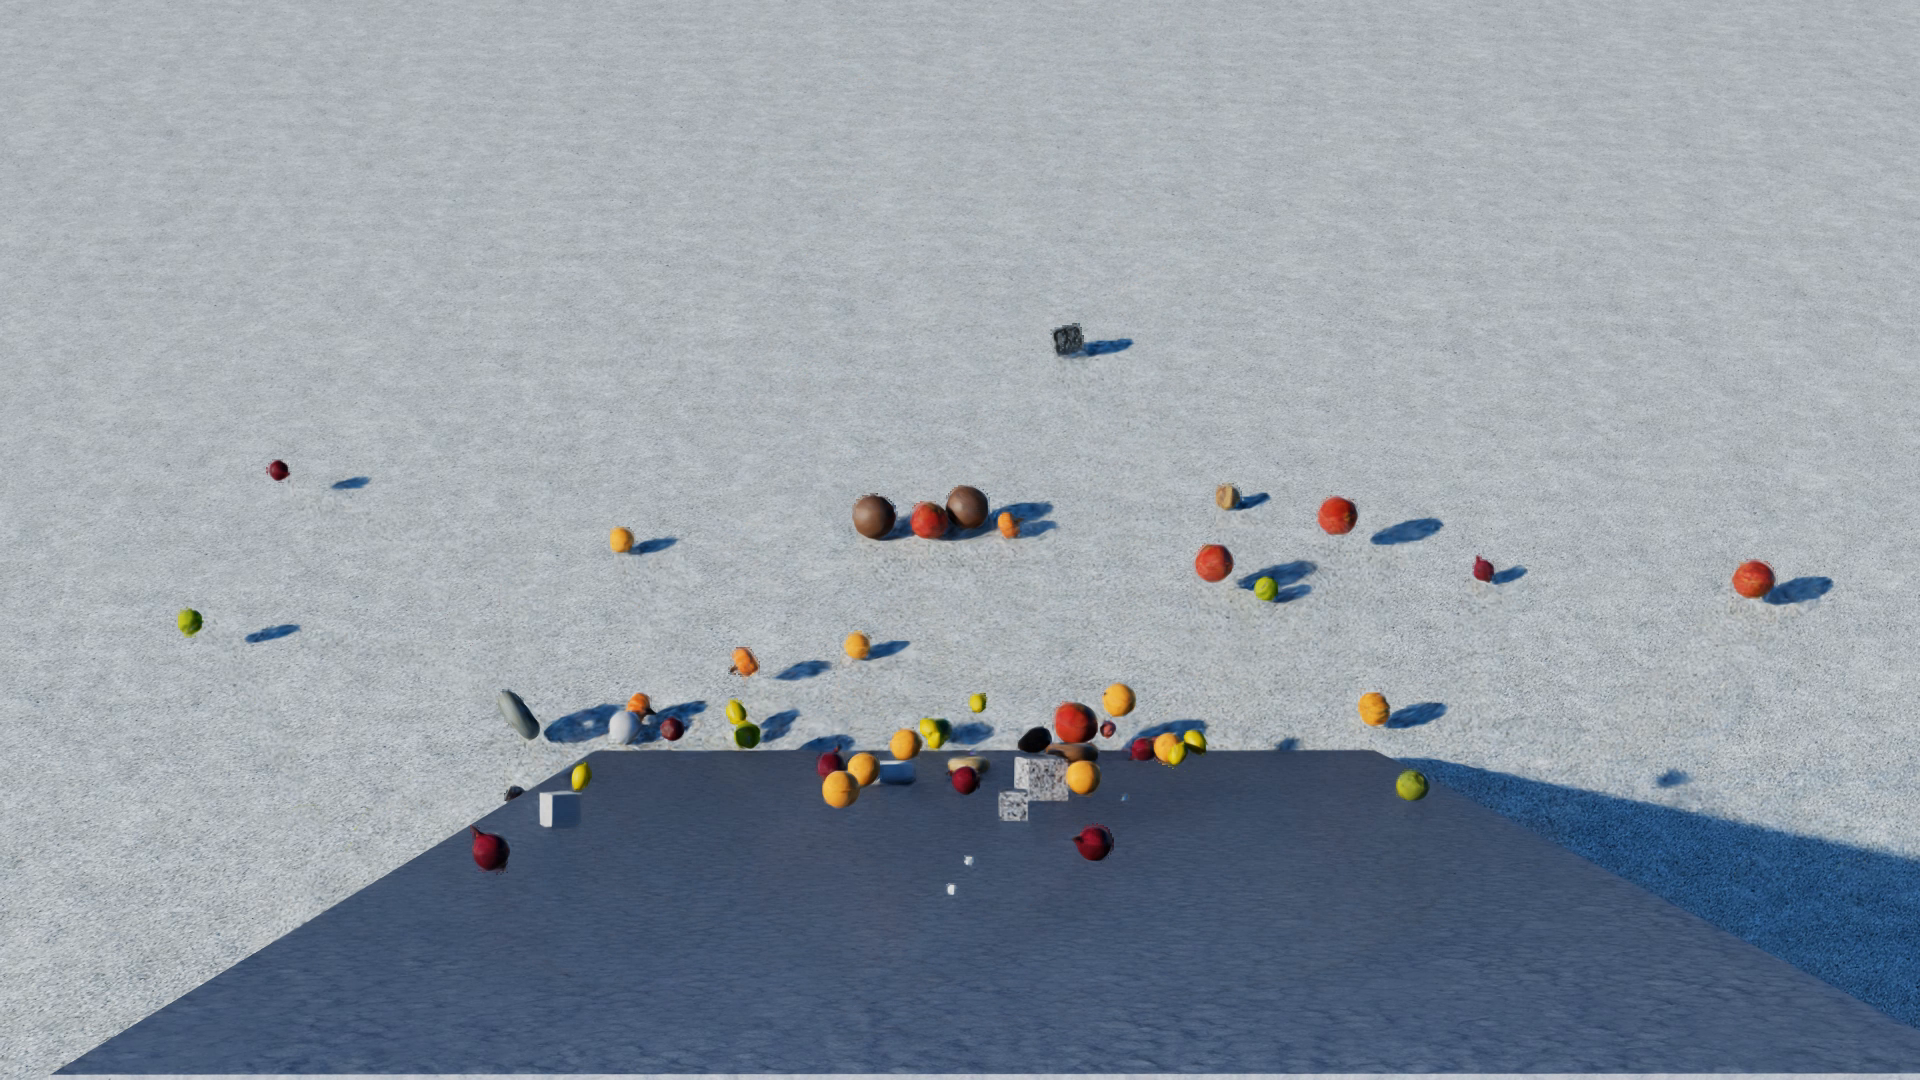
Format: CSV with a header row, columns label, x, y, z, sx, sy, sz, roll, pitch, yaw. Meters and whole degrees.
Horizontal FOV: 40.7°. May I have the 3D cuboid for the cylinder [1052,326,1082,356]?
label,x,y,z,sx,sy,sz,roll,pitch,yaw
cylinder,0.366,-0.682,8.848,0.090,0.090,0.090,-12,31,-2

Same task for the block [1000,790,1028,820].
label,x,y,z,sx,sy,sz,roll,pitch,yaw
block,0.105,0.515,5.041,0.054,0.054,0.054,0,0,0

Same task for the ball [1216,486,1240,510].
label,x,y,z,sx,sy,sz,roll,pitch,yaw
ball,0.819,-0.131,7.925,0.075,0.075,0.075,0,30,0

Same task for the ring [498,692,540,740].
label,x,y,z,sx,sy,sz,roll,pitch,yaw
ring,-1.155,0.459,6.782,0.049,0.147,0.147,-36,37,-4

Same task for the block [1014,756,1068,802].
label,x,y,z,sx,sy,sz,roll,pitch,yaw
block,0.170,0.498,5.410,0.087,0.087,0.087,0,0,-19

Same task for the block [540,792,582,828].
label,x,y,z,sx,sy,sz,roll,pitch,yaw
block,-0.760,0.513,4.925,0.061,0.061,0.061,0,0,-32

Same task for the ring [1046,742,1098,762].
label,x,y,z,sx,sy,sz,roll,pitch,yaw
ring,0.274,0.518,6.320,0.131,0.044,0.131,1,0,0

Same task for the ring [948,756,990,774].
label,x,y,z,sx,sy,sz,roll,pitch,yaw
ring,0.022,0.524,6.033,0.099,0.033,0.099,0,1,0

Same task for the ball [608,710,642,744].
label,x,y,z,sx,sy,sz,roll,pitch,yaw
ball,-0.882,0.492,6.818,0.087,0.087,0.087,0,30,0

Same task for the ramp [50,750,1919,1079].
label,x,y,z,sx,sy,sz,roll,pitch,yaw
ramp,0.066,0.593,4.648,2.000,0.100,4.000,0,0,0

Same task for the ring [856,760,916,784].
label,x,y,z,sx,sy,sz,roll,pitch,yaw
ring,-0.164,0.519,5.776,0.134,0.045,0.134,-1,0,0
